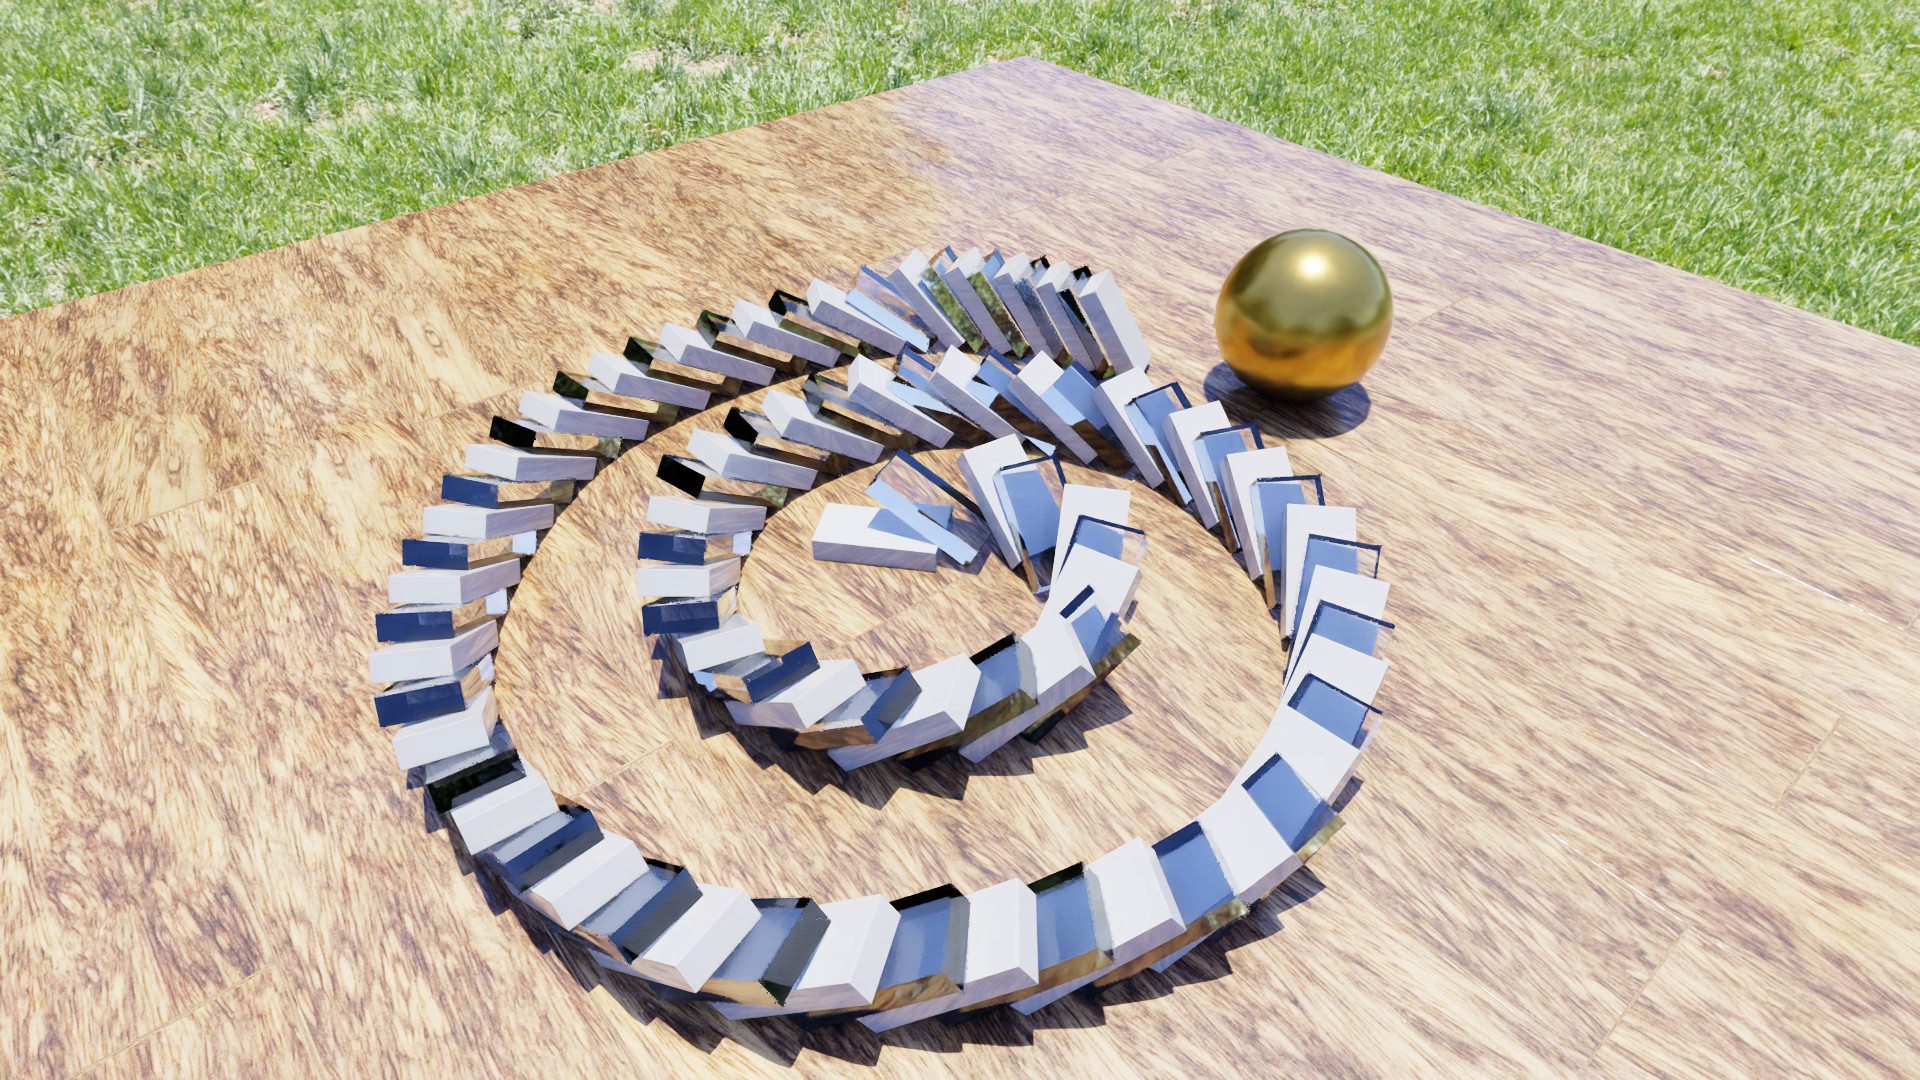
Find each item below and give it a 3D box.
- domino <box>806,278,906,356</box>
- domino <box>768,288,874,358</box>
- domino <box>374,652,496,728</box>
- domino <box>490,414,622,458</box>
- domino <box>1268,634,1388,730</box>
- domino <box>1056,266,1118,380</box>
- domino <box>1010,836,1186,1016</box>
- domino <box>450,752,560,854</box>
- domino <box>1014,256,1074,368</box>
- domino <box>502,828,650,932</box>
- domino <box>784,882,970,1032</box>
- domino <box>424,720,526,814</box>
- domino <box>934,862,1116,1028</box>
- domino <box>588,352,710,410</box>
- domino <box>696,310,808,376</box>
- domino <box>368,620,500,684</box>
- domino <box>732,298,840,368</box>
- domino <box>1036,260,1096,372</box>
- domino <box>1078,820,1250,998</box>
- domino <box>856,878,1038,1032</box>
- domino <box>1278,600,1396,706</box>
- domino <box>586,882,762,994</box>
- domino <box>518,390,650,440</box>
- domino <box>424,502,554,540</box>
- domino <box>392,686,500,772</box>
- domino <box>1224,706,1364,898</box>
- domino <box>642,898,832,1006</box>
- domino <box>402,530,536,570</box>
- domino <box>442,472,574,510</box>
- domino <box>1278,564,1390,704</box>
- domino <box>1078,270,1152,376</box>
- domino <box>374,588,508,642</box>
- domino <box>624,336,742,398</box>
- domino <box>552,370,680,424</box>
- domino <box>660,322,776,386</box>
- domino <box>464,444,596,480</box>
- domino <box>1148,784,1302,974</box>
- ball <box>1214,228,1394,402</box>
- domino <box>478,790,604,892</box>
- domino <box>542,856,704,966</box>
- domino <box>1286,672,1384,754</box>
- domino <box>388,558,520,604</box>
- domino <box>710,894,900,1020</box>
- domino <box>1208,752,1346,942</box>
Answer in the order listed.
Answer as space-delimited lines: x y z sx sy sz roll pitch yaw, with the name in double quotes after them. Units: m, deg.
-0.053 -0.114 0.561 0.050 0.010 0.025 22 29 -30 "domino"
-0.070 -0.109 0.556 0.050 0.010 0.025 17 28 -34 "domino"
-0.172 0.049 0.363 0.025 0.010 0.050 -11 7 -12 "domino"
-0.175 -0.044 0.477 0.025 0.010 0.050 20 10 23 "domino"
0.115 0.058 0.352 0.025 0.010 0.050 23 78 26 "domino"
0.067 -0.107 0.545 0.009 0.050 0.025 -15 29 35 "domino"
0.033 0.104 0.296 0.050 0.009 0.025 -33 39 13 "domino"
-0.138 0.077 0.329 0.025 0.010 0.050 -26 13 -28 "domino"
0.047 -0.114 0.553 0.010 0.050 0.025 -16 29 34 "domino"
-0.110 0.093 0.310 0.025 0.009 0.050 -35 17 -34 "domino"
-0.022 0.110 0.289 0.050 0.010 0.025 -24 33 24 "domino"
-0.150 0.069 0.339 0.025 0.010 0.050 -22 11 -25 "domino"
0.015 0.107 0.292 0.050 0.010 0.025 -29 36 18 "domino"
-0.145 -0.074 0.513 0.025 0.010 0.050 35 18 35 "domino"
-0.102 -0.097 0.542 0.050 0.009 0.025 12 26 -41 "domino"
-0.179 0.038 0.377 0.025 0.009 0.050 -6 6 -6 "domino"
-0.087 -0.103 0.549 0.050 0.010 0.025 14 27 -38 "domino"
0.057 -0.111 0.549 0.009 0.050 0.025 -16 29 34 "domino"
0.050 0.101 0.300 0.050 0.009 0.025 -34 40 12 "domino"
-0.004 0.109 0.289 0.050 0.009 0.025 -26 34 22 "domino"
0.123 0.048 0.365 0.025 0.010 0.050 20 77 22 "domino"
-0.078 0.105 0.295 0.050 0.009 0.025 -11 25 45 "domino"
-0.167 -0.055 0.490 0.025 0.010 0.050 26 12 28 "domino"
-0.185 -0.009 0.434 0.025 0.009 0.050 6 7 7 "domino"
-0.163 0.059 0.351 0.025 0.009 0.050 -16 8 -18 "domino"
0.095 0.078 0.328 0.025 0.010 0.050 33 84 34 "domino"
-0.060 0.108 0.291 0.050 0.009 0.025 -16 27 38 "domino"
-0.186 0.003 0.420 0.025 0.009 0.050 5 7 6 "domino"
-0.183 -0.021 0.449 0.025 0.009 0.050 11 8 13 "domino"
0.129 0.036 0.378 0.025 0.010 0.050 15 76 17 "domino"
0.077 -0.105 0.541 0.009 0.050 0.025 -15 29 35 "domino"
-0.183 0.026 0.391 0.025 0.009 0.050 -3 6 -3 "domino"
-0.131 -0.082 0.523 0.050 0.009 0.025 8 24 -48 "domino"
-0.156 -0.065 0.502 0.025 0.010 0.050 30 15 32 "domino"
-0.117 -0.090 0.533 0.050 0.010 0.025 10 25 -45 "domino"
-0.180 -0.033 0.463 0.025 0.010 0.050 14 8 17 "domino"
0.067 0.094 0.307 0.050 0.009 0.025 -40 45 6 "domino"
0.160 -0.105 0.516 0.080 0.080 0.080 0 39 0 "ball"
-0.124 0.085 0.319 0.025 0.010 0.050 -31 16 -32 "domino"
-0.094 0.099 0.302 0.050 0.010 0.025 -8 25 48 "domino"
0.106 0.069 0.339 0.025 0.010 0.050 30 81 31 "domino"
-0.185 0.015 0.405 0.025 0.009 0.050 0 6 1 "domino"
-0.041 0.110 0.289 0.050 0.009 0.025 -21 29 31 "domino"
0.082 0.088 0.315 0.050 0.010 0.025 -44 48 2 "domino"
